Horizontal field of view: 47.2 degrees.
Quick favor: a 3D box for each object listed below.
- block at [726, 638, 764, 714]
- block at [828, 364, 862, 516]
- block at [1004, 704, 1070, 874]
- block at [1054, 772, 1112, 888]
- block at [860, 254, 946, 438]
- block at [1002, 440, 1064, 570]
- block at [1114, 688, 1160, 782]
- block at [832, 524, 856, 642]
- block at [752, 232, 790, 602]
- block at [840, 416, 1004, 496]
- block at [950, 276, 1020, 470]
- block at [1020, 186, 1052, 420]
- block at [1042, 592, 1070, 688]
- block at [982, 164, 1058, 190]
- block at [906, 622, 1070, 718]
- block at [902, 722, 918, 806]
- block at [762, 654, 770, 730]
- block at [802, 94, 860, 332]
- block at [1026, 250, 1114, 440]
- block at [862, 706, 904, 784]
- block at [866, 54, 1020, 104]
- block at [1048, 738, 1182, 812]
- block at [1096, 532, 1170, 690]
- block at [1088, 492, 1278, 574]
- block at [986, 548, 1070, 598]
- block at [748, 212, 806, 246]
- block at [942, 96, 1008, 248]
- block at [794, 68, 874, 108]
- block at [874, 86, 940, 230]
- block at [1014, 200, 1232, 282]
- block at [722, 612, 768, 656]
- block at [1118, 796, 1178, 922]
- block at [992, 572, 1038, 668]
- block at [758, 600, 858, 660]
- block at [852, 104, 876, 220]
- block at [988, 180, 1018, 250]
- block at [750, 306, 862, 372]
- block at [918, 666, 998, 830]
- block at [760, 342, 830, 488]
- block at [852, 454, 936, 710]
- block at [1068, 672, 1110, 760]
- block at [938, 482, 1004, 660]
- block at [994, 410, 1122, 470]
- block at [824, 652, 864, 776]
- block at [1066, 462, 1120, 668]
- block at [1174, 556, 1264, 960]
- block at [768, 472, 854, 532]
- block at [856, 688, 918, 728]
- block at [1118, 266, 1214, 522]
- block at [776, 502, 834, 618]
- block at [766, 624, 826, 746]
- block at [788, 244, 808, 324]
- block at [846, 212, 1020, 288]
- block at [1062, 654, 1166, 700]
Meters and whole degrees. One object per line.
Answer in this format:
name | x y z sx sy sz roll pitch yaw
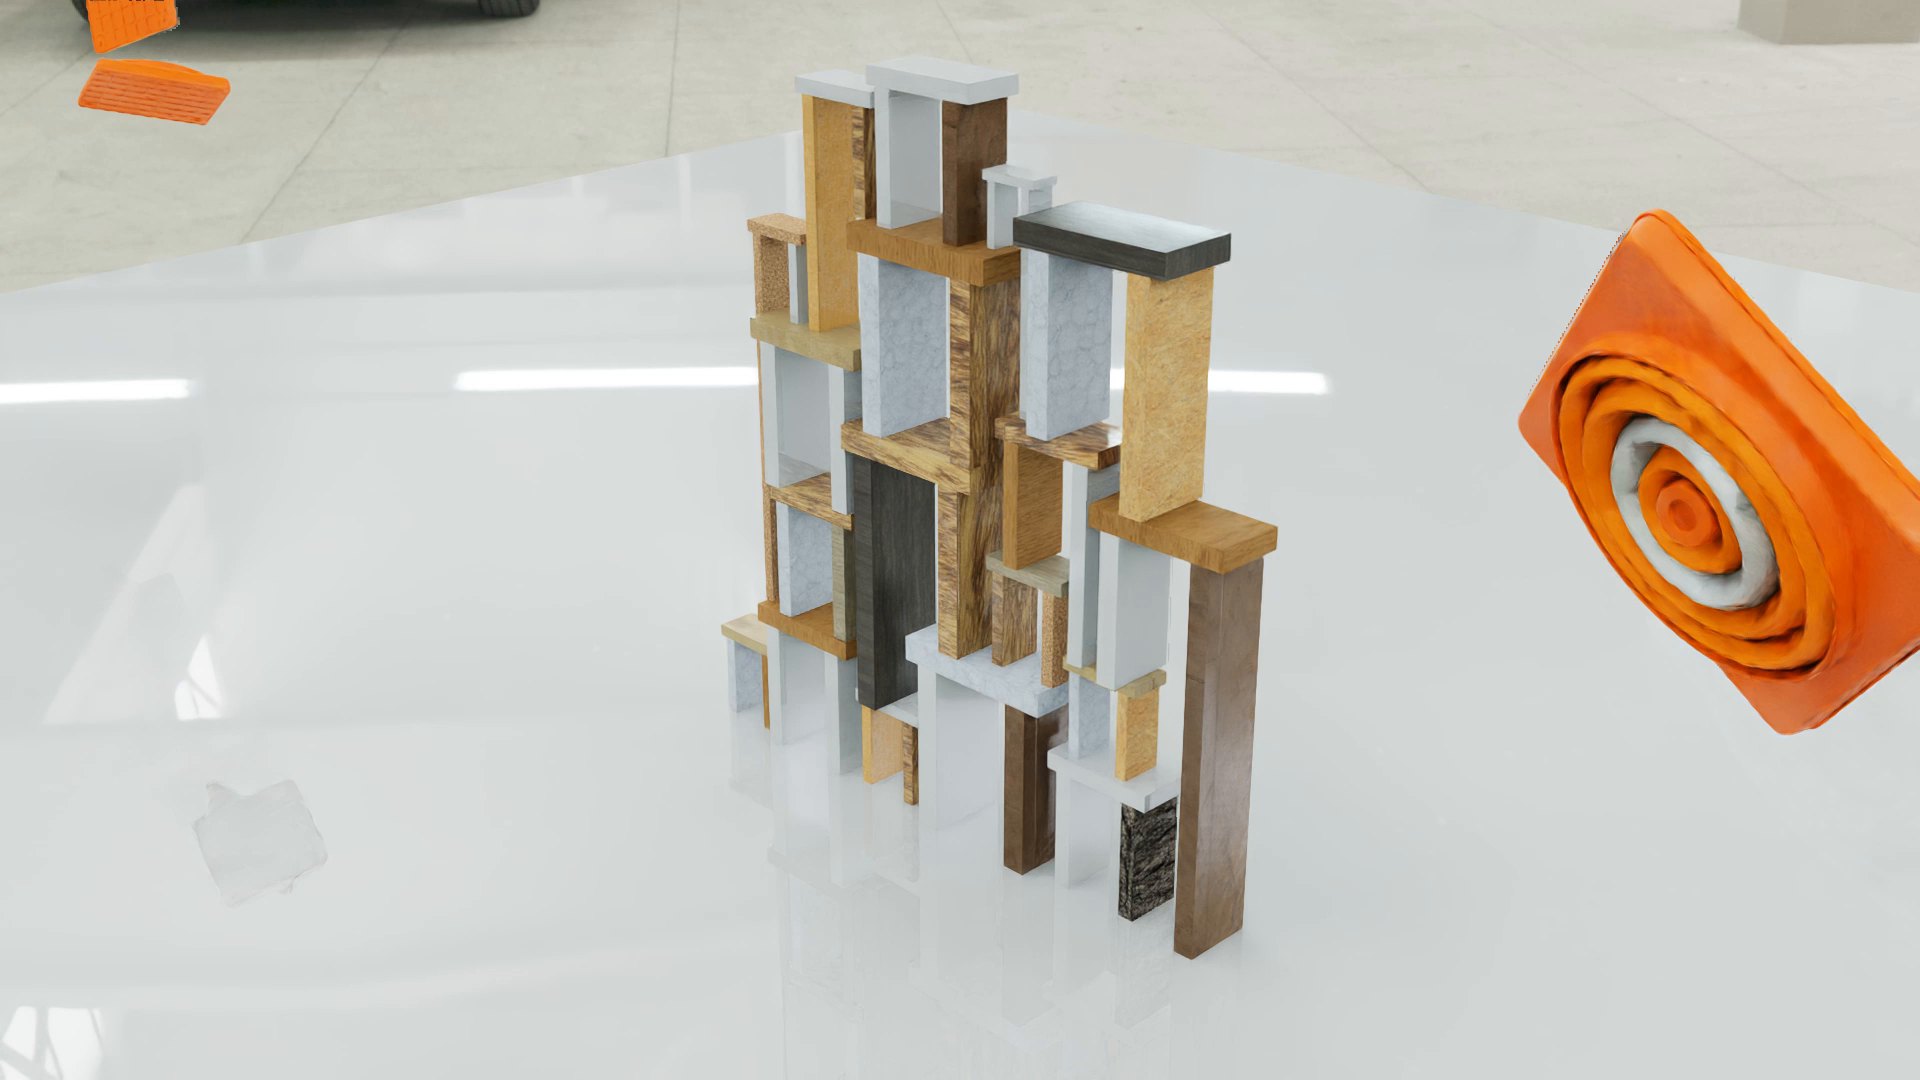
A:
block | -0.470 0.285 4.862 0.025 0.177 0.089 21 31 41
block | -0.185 -0.215 4.335 0.043 0.304 0.152 21 31 41
block | 0.164 0.453 4.243 0.050 0.353 0.176 21 31 41
block | 0.236 0.533 4.196 0.121 0.241 0.034 -21 31 -41
block | -0.106 -0.386 4.173 0.050 0.353 0.176 21 31 40
block | 0.135 -0.079 4.043 0.035 0.246 0.123 21 31 40
block | 0.324 0.346 4.017 0.087 0.175 0.025 -21 31 -40
block | -0.200 0.069 4.467 0.036 0.252 0.126 21 31 41
block | -0.374 -0.250 4.523 0.081 0.796 0.023 -21 31 -41
block | -0.045 -0.176 4.192 0.347 0.049 0.174 21 31 40
block | 0.061 -0.322 4.021 0.050 0.353 0.176 21 31 40
block | 0.134 -0.421 3.902 0.017 0.423 0.061 21 30 40
block | 0.194 0.172 4.081 0.027 0.191 0.095 21 31 41
block | 0.104 -0.634 3.842 0.122 0.017 0.061 20 30 40
block | 0.081 0.235 4.240 0.353 0.050 0.176 21 31 41
block | -0.073 0.441 4.486 0.026 0.184 0.092 21 31 41
block | -0.387 0.318 4.785 0.025 0.177 0.089 21 31 41
block | -0.248 -0.633 4.230 0.105 0.461 0.030 -21 31 -40
block | 0.193 -0.360 3.866 0.048 0.339 0.170 20 30 40
block | -0.160 0.407 4.566 0.026 0.184 0.092 21 31 41
block | -0.033 -0.820 3.913 0.257 0.036 0.128 21 31 40
block | 0.292 0.428 4.089 0.121 0.034 0.241 -21 31 -40
block | 0.310 0.105 3.916 0.042 0.296 0.148 21 30 39
block | 0.382 -0.023 3.787 0.296 0.042 0.148 21 31 39
block | 0.149 0.054 4.080 0.191 0.027 0.095 21 31 40
block | -0.336 -0.612 4.328 0.081 0.023 0.161 -21 31 -40
block | 0.026 -0.661 3.913 0.036 0.256 0.128 21 31 40
block | -0.199 -0.840 4.088 0.105 0.030 0.210 -21 31 -40
block | -0.095 -0.708 4.023 0.036 0.256 0.128 21 31 41
block | 0.271 -0.509 3.717 0.339 0.048 0.170 20 31 41
block | -0.428 0.208 4.784 0.177 0.025 0.089 21 31 41
block | 0.350 0.577 4.091 0.121 0.241 0.034 -21 31 -41
block | 0.104 0.136 4.164 0.027 0.191 0.095 21 31 41
block | -0.281 0.171 4.601 0.276 0.039 0.138 21 31 41
block | -0.150 -0.711 4.089 0.030 0.210 0.105 21 31 40
block | 0.076 -0.581 3.895 0.017 0.122 0.061 21 31 40
block | -0.257 -0.403 4.332 0.152 0.043 0.304 -21 31 -41
block | -0.002 0.388 4.396 0.050 0.353 0.176 21 31 41
block | -0.328 -0.272 4.467 0.152 0.304 0.043 -21 31 -40
block | -0.128 0.063 4.383 0.049 0.541 0.174 21 31 40
block | 0.242 0.313 4.094 0.087 0.175 0.025 -21 30 -40
block | 0.037 0.038 4.194 0.049 0.347 0.174 21 31 40
block | 0.194 -0.186 3.935 0.246 0.035 0.123 21 30 40
block | -0.216 0.341 4.603 0.039 0.276 0.138 21 31 41
block | 0.251 0.032 3.967 0.035 0.392 0.123 21 31 39
block | 0.455 0.378 3.883 0.148 0.771 0.042 -21 31 -41
block | -0.259 -0.086 4.465 0.252 0.036 0.126 21 31 41
block | -0.117 0.328 4.485 0.184 0.026 0.092 21 31 40
block | 0.350 -0.257 3.733 0.048 0.428 0.170 21 30 40
block | -0.319 0.023 4.576 0.036 0.252 0.126 21 31 41
block | -0.346 0.291 4.722 0.039 0.276 0.138 21 31 41
block | -0.298 -0.512 4.328 0.081 0.161 0.023 -21 31 -41
block | -0.023 -0.539 4.018 0.353 0.050 0.176 21 31 40
block | 0.282 0.237 4.017 0.087 0.025 0.175 -21 31 -41
